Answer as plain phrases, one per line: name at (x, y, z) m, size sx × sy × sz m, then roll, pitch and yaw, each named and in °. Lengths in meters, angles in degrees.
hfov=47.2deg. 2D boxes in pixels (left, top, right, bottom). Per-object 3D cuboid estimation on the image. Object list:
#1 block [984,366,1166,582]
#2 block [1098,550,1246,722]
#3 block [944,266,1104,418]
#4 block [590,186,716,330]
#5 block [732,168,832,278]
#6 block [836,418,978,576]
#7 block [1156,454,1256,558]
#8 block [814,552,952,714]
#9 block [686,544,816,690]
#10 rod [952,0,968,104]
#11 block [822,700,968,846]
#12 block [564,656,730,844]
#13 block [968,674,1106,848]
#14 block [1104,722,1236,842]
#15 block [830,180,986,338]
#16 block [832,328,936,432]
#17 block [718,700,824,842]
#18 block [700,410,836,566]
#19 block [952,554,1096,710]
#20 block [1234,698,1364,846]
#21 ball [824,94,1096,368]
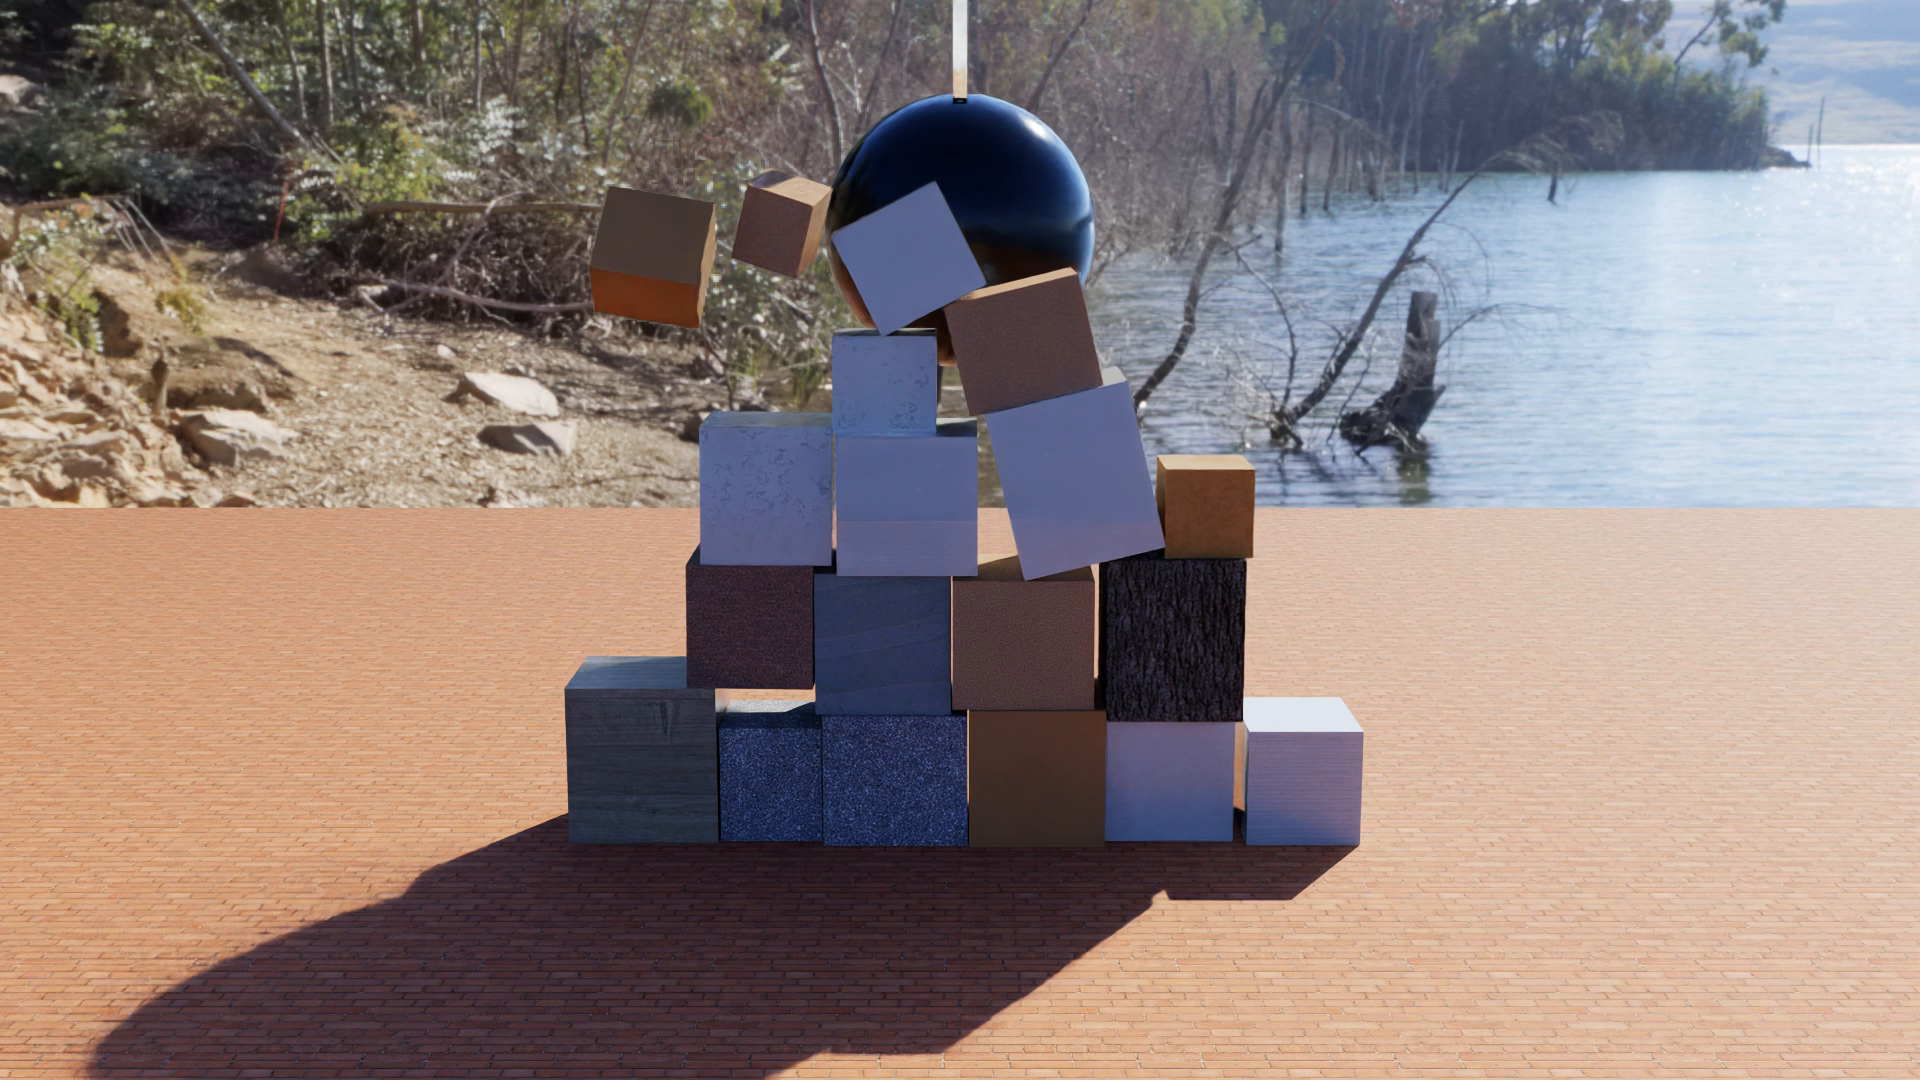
block at (0.565, -0.350, 11.123) m, size 0.715 × 0.847 × 0.722 m, roll -13°, pitch 10°, yaw 2°
block at (1.072, 0.445, 11.249) m, size 0.685 × 0.817 × 0.684 m, roll 0°, pitch 10°, yaw 0°
block at (0.308, -0.998, 11.000) m, size 0.672 × 0.556 × 0.588 m, roll -14°, pitch 10°, yaw 2°
block at (-1.502, -1.386, 10.815) m, size 0.518 × 0.464 × 0.445 m, roll 9°, pitch -23°, yaw -1°
block at (-0.875, -1.563, 10.826) m, size 0.340 × 0.385 × 0.349 m, roll 19°, pitch 26°, yaw 5°
block at (-0.260, -0.229, 11.133) m, size 0.694 × 0.692 × 0.736 m, roll 0°, pitch 10°, yaw 0°
block at (1.234, -0.175, 11.124) m, size 0.440 × 0.447 × 0.510 m, roll 0°, pitch 10°, yaw 0°
block at (-0.385, 0.460, 11.281) m, size 0.677 × 0.716 × 0.680 m, roll 0°, pitch 10°, yaw 0°
block at (-1.046, 0.376, 11.248) m, size 0.630 × 0.626 × 0.666 m, roll 1°, pitch 10°, yaw 0°
rod at (0.000, -4.747, 11.231) m, size 0.080 × 5.200 × 0.080 m, roll 0°, pitch 31°, yaw 0°
block at (-0.325, 1.147, 11.381) m, size 0.726 × 0.671 × 0.722 m, roll 0°, pitch 10°, yaw 0°
block at (-1.599, 1.076, 11.392) m, size 0.754 × 0.807 × 0.697 m, roll 0°, pitch 10°, yaw 0°
block at (0.388, 1.130, 11.379) m, size 0.682 × 0.704 × 0.764 m, roll 0°, pitch 10°, yaw 0°
block at (1.056, 1.161, 11.389) m, size 0.653 × 0.641 × 0.601 m, roll 0°, pitch 10°, yaw 0°
block at (-0.252, -1.403, 10.902) m, size 0.570 × 0.551 × 0.545 m, roll -27°, pitch 9°, yaw 4°
block at (-0.374, -0.805, 11.035) m, size 0.512 × 0.476 × 0.471 m, roll 0°, pitch 10°, yaw 0°
block at (-0.955, 1.188, 11.385) m, size 0.514 × 0.590 × 0.564 m, roll 0°, pitch 10°, yaw 0°
block at (-0.959, -0.270, 11.131) m, size 0.649 × 0.689 × 0.617 m, roll 1°, pitch 10°, yaw -1°
block at (0.315, 0.460, 11.273) m, size 0.705 × 0.653 × 0.734 m, roll 0°, pitch 10°, yaw 0°
block at (1.733, 1.187, 11.382) m, size 0.572 × 0.591 × 0.684 m, roll 0°, pitch 10°, yaw 0°
ball at (0.000, -1.819, 12.958) m, size 1.600 × 1.600 × 1.600 m, roll 0°, pitch 10°, yaw 0°
